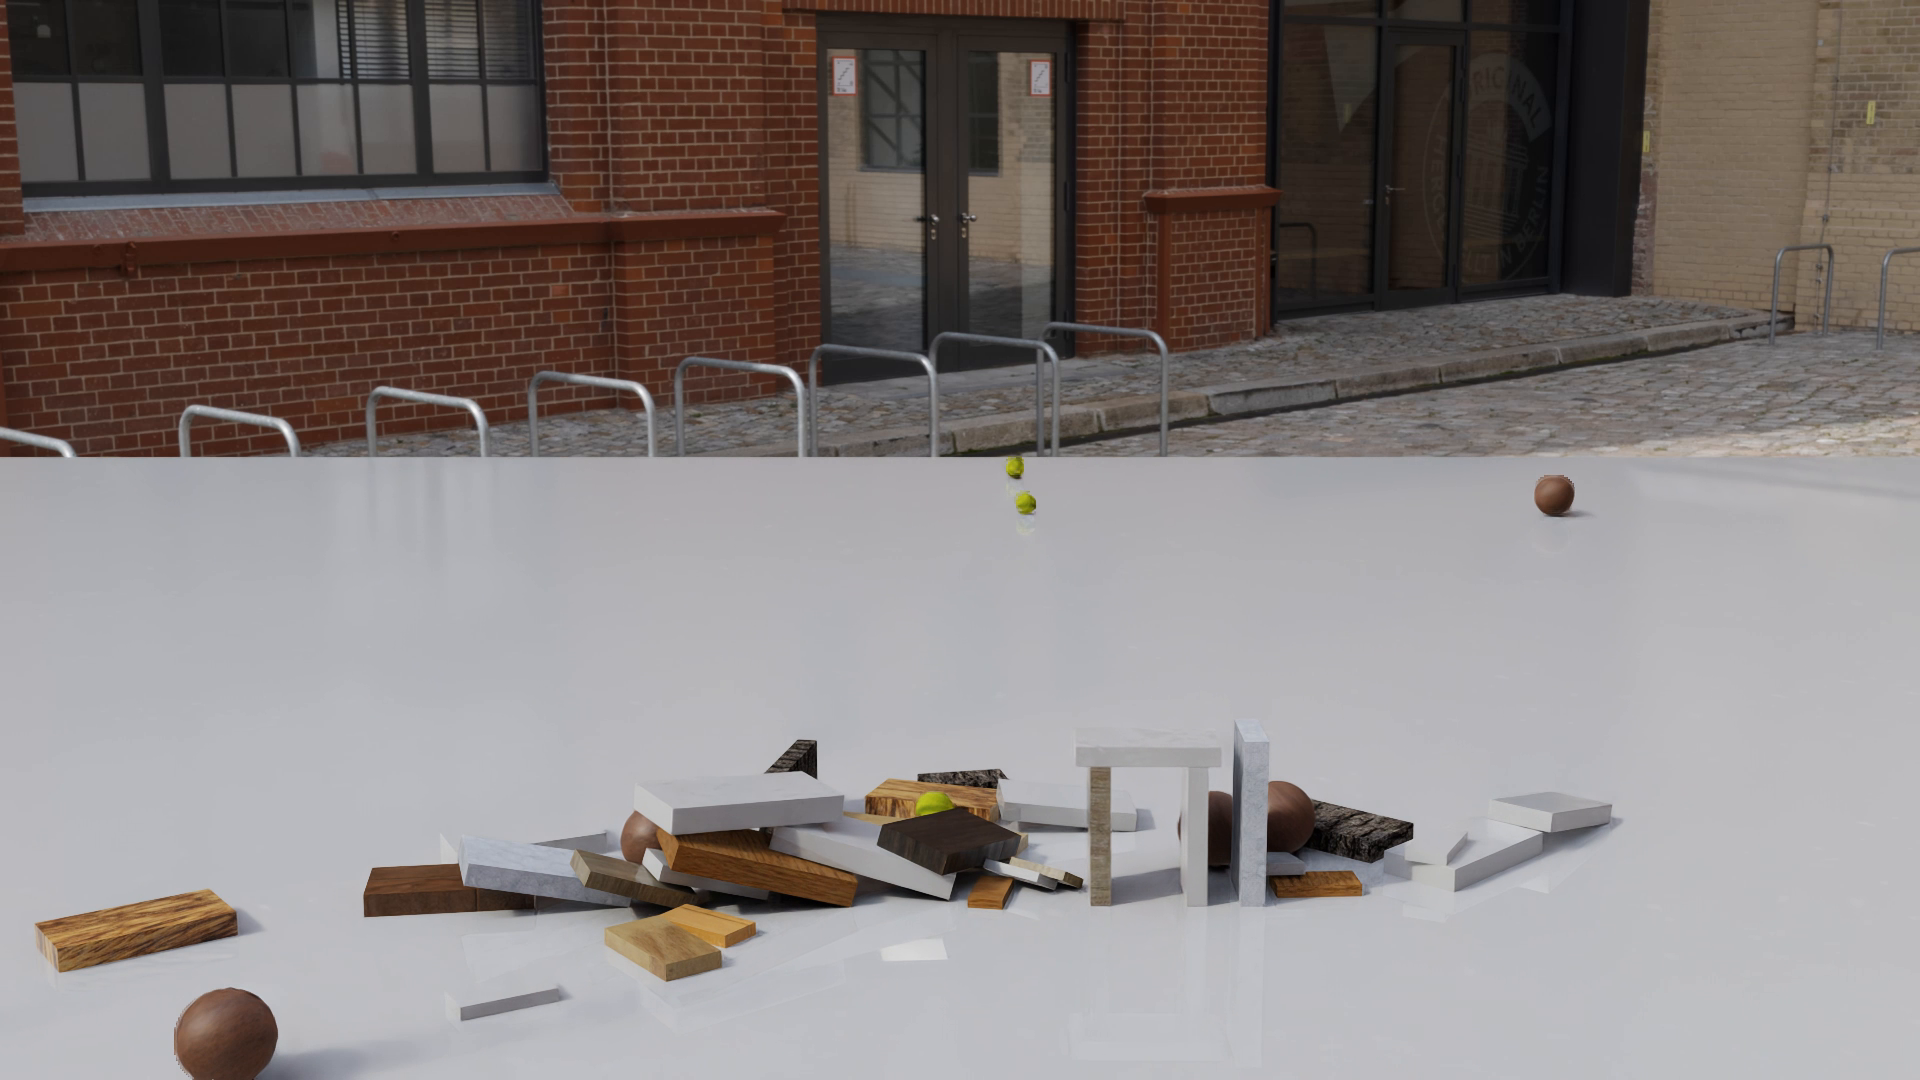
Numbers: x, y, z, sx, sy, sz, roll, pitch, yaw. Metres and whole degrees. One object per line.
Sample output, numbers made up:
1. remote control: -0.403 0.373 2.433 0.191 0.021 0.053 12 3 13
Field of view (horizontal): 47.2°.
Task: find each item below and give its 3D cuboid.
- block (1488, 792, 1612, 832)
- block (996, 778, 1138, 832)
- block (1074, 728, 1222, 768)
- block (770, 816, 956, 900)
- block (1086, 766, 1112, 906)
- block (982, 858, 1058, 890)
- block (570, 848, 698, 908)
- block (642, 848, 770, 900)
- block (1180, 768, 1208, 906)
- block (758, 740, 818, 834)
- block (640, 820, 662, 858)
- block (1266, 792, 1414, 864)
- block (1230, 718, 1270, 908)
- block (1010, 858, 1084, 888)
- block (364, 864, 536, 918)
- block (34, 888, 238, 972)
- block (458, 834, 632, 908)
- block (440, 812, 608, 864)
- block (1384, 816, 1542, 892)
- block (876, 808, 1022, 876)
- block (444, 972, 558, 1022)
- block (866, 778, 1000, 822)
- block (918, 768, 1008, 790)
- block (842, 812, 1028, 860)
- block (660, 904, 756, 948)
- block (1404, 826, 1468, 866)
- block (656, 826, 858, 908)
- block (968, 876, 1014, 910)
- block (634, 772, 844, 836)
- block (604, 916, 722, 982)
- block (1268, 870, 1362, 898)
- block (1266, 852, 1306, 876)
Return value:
1. block: 1.072 0.493 3.991 0.122 0.035 0.244 9 5 41
2. block: 0.194 0.486 4.034 0.244 0.035 0.122 6 13 -6
3. block: 0.307 0.341 3.622 0.236 0.033 0.118 0 11 1
4. block: -0.159 0.518 3.695 0.309 0.044 0.154 16 9 -1
5. block: 0.230 0.474 3.646 0.033 0.236 0.118 -1 11 1
6. block: 0.101 0.563 3.702 0.115 0.016 0.058 9 -15 39
7. block: -0.530 0.554 3.577 0.193 0.027 0.096 19 6 -28
8. block: -0.419 0.552 3.637 0.193 0.027 0.096 15 3 -26
9. block: 0.388 0.475 3.644 0.033 0.236 0.118 -1 11 1
10. block: -0.311 0.462 3.999 0.037 0.131 0.263 2 11 11
11. block: -0.506 0.518 3.881 0.129 0.064 0.018 -9 14 -41
12. block: 0.657 0.516 3.959 0.281 0.040 0.140 9 14 41
13. block: 0.480 0.451 3.649 0.040 0.281 0.140 0 11 0
14. block: 0.145 0.561 3.711 0.115 0.016 0.058 9 -15 39
15. block: -0.840 0.576 3.640 0.271 0.038 0.135 -2 11 -8
16. block: -1.292 0.611 3.452 0.271 0.038 0.135 -8 13 -35
17. block: -0.683 0.545 3.619 0.271 0.038 0.135 11 9 -19
18. block: -0.769 0.533 3.873 0.263 0.037 0.131 -5 12 -26
19. block: 0.875 0.542 3.818 0.140 0.040 0.281 10 15 44
20. block: -0.016 0.510 3.736 0.131 0.037 0.263 21 10 27
21. block: -0.668 0.665 3.208 0.147 0.021 0.073 -6 12 -30
22. block: -0.041 0.490 4.111 0.244 0.035 0.122 4 11 19
23. block: 0.006 0.470 4.252 0.165 0.023 0.082 -2 11 -12
24. block: -0.073 0.527 3.942 0.386 0.023 0.082 4 11 21
25. block: -0.404 0.612 3.492 0.147 0.021 0.073 7 13 35
26. block: 0.815 0.522 3.761 0.071 0.020 0.142 5 12 26
27. block: -0.335 0.525 3.620 0.309 0.044 0.154 15 9 -20
28. block: 0.052 0.585 3.652 0.058 0.016 0.115 2 11 11
29. block: -0.366 0.434 3.644 0.309 0.044 0.154 -1 10 -31
30. block: -0.459 0.628 3.389 0.096 0.027 0.193 -8 13 -36
31. block: 0.595 0.577 3.685 0.142 0.020 0.071 -1 11 -3
32. block: 0.538 0.551 3.749 0.071 0.020 0.142 -1 -1 -4
